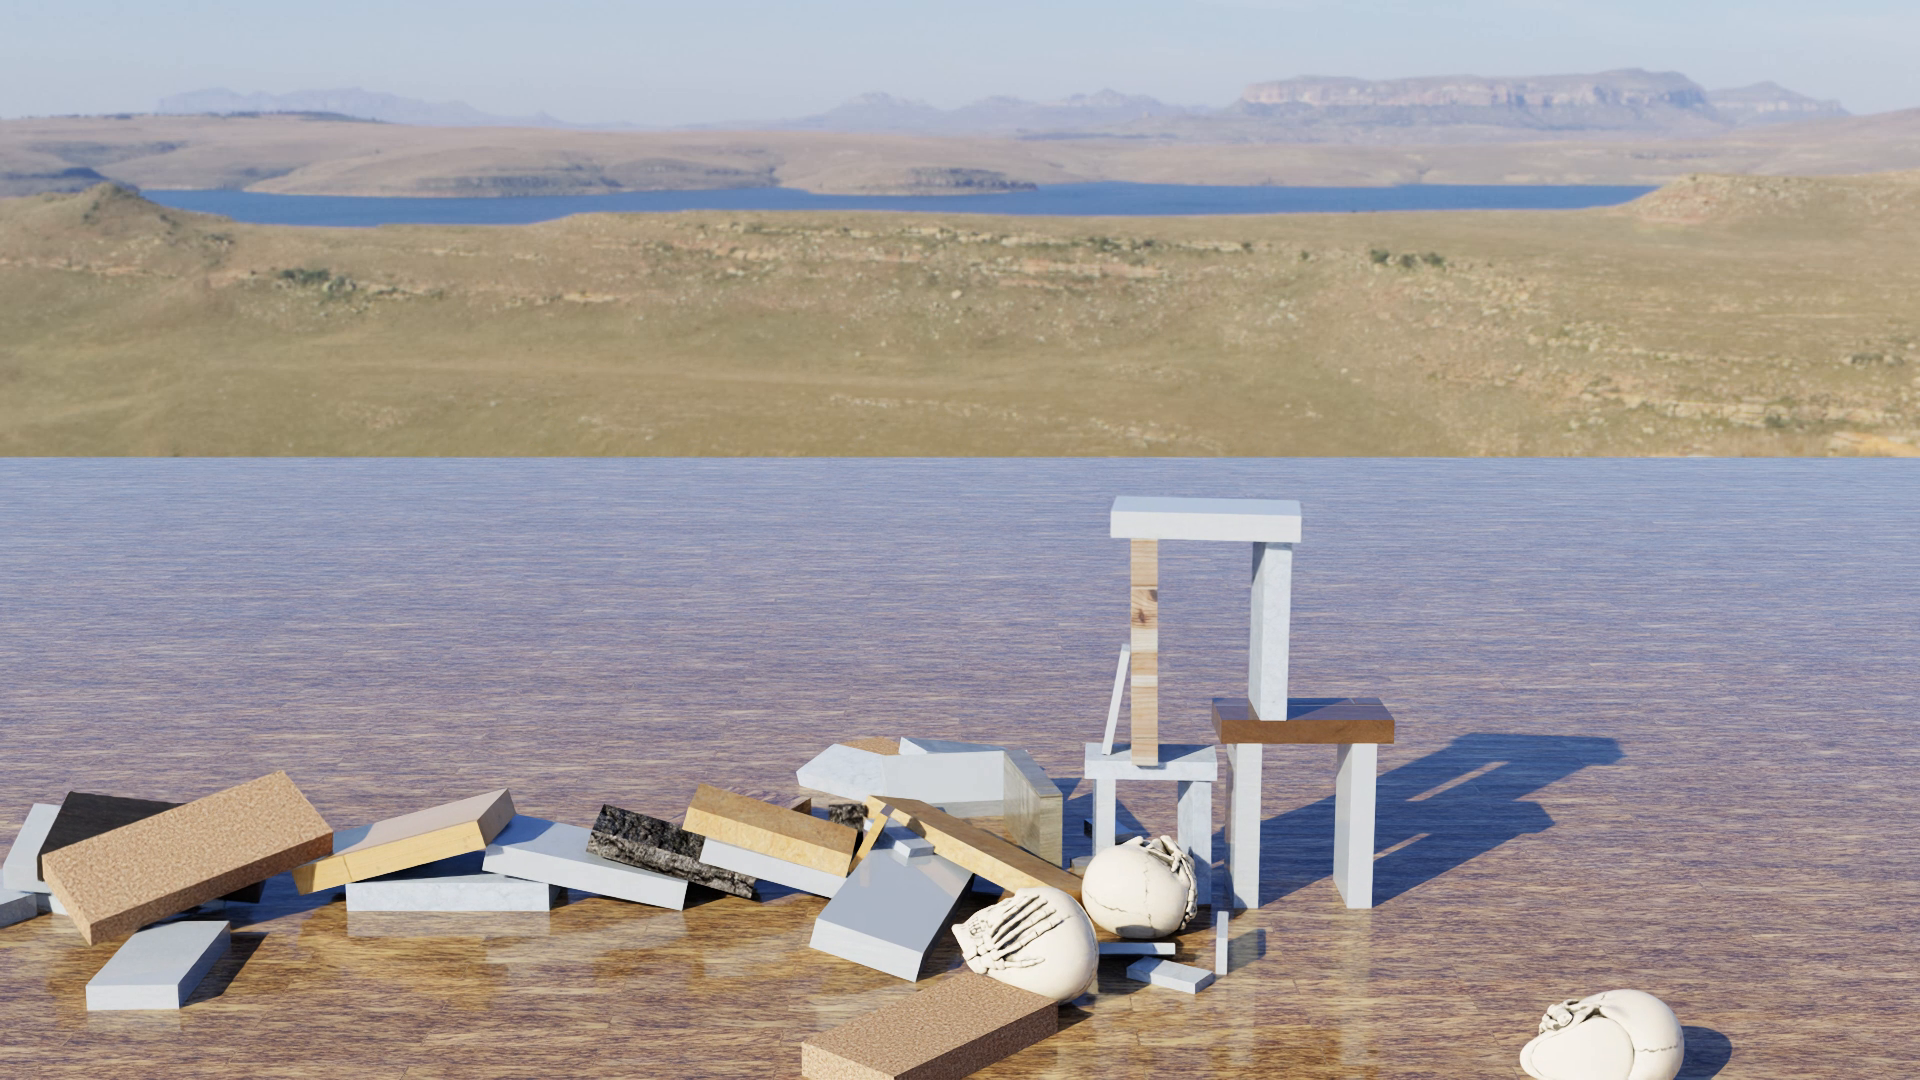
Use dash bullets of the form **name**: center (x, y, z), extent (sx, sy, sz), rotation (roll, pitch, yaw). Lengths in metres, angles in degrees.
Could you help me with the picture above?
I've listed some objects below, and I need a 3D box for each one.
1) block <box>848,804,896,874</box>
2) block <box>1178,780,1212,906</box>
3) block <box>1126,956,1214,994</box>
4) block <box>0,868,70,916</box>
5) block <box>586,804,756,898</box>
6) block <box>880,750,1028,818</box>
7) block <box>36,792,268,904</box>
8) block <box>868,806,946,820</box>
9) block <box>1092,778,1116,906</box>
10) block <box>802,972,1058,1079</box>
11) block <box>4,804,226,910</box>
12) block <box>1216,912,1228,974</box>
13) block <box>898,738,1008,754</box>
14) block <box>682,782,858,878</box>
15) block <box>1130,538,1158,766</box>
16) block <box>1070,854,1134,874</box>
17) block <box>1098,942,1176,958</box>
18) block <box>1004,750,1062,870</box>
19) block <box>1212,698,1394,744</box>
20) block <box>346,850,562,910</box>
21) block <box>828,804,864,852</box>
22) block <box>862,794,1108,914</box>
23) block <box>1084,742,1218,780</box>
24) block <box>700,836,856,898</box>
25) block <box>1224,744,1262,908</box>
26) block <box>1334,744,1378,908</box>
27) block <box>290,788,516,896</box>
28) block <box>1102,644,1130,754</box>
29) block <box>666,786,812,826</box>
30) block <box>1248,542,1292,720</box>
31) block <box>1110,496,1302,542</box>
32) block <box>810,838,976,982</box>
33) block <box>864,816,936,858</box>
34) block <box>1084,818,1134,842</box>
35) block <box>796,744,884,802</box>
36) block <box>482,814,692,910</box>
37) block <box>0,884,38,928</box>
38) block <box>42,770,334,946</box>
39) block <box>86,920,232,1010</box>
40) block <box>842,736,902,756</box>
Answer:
- **block**: center (-0.147, 0.496, 3.639), extent (0.016, 0.115, 0.058), rotation (30, 11, 5)
- **block**: center (0.389, 0.485, 3.648), extent (0.030, 0.214, 0.107), rotation (-3, 11, -8)
- **block**: center (0.314, 0.651, 3.295), extent (0.115, 0.016, 0.058), rotation (7, 13, 34)
- **block**: center (-1.506, 0.576, 3.653), extent (0.228, 0.032, 0.114), rotation (5, 12, 25)
- **block**: center (-0.472, 0.516, 3.657), extent (0.278, 0.039, 0.139), rotation (17, 10, -4)
- **block**: center (-0.002, 0.459, 4.121), extent (0.279, 0.040, 0.140), rotation (-2, 35, -8)
- **block**: center (-1.301, 0.501, 3.589), extent (0.344, 0.049, 0.172), rotation (8, 29, -8)
- **block**: center (-0.075, 0.533, 3.866), extent (0.140, 0.040, 0.279), rotation (-2, 11, -10)
- **block**: center (0.238, 0.486, 3.645), extent (0.030, 0.214, 0.107), rotation (0, 11, 0)
- **block**: center (-0.037, 0.685, 3.028), extent (0.169, 0.048, 0.338), rotation (9, 14, 41)
- **block**: center (-1.374, 0.522, 3.634), extent (0.344, 0.049, 0.172), rotation (7, 27, -9)
- **block**: center (0.402, 0.617, 3.368), extent (0.016, 0.058, 0.115), rotation (1, 11, 7)
- **block**: center (0.007, 0.427, 4.334), extent (0.228, 0.032, 0.114), rotation (8, 6, -28)
- **block**: center (-0.313, 0.481, 3.657), extent (0.278, 0.039, 0.139), rotation (17, 10, -2)
- **block**: center (0.300, 0.167, 3.586), extent (0.042, 0.372, 0.149), rotation (0, 10, 4)
- **block**: center (0.245, 0.560, 3.793), extent (0.103, 0.015, 0.051), rotation (-1, 11, -7)
- **block**: center (0.268, 0.627, 3.357), extent (0.115, 0.016, 0.058), rotation (0, -17, 1)
- **block**: center (0.127, 0.477, 3.896), extent (0.040, 0.139, 0.279), rotation (-2, 11, -12)
- **block**: center (0.561, 0.296, 3.613), extent (0.279, 0.040, 0.140), rotation (0, 11, 0)
- **block**: center (-0.835, 0.567, 3.665), extent (0.330, 0.047, 0.165), rotation (0, 11, 0)
- **block**: center (-0.195, 0.512, 3.774), extent (0.058, 0.115, 0.016), rotation (-1, 8, -8)
- **block**: center (0.036, 0.523, 3.678), extent (0.453, 0.037, 0.131), rotation (20, 5, 43)
- **block**: center (0.314, 0.365, 3.623), extent (0.214, 0.030, 0.107), rotation (1, 11, 4)
- **block**: center (-0.289, 0.531, 3.658), extent (0.278, 0.039, 0.139), rotation (16, 10, -5)
- **block**: center (0.468, 0.453, 3.643), extent (0.040, 0.279, 0.140), rotation (0, 11, 0)
- **block**: center (0.654, 0.453, 3.643), extent (0.040, 0.279, 0.140), rotation (0, 11, 0)
- **block**: center (-0.918, 0.498, 3.640), extent (0.330, 0.047, 0.165), rotation (-15, 10, 9)
- **block**: center (0.257, 0.262, 3.614), extent (0.015, 0.177, 0.051), rotation (11, 11, 4)
- **block**: center (-0.420, 0.518, 3.923), extent (0.169, 0.048, 0.338), rotation (5, 11, 24)
- **block**: center (0.505, 0.130, 3.583), extent (0.042, 0.298, 0.149), rotation (0, 11, 0)
- **block**: center (0.396, -0.034, 3.536), extent (0.298, 0.042, 0.149), rotation (2, 11, 7)
- **block**: center (-0.098, 0.577, 3.495), extent (0.169, 0.048, 0.419), rotation (17, 13, 9)
- **block**: center (-0.102, 0.497, 3.678), extent (0.058, 0.016, 0.115), rotation (1, 19, -45)
- **block**: center (0.269, 0.524, 3.983), extent (0.051, 0.015, 0.103), rotation (-4, 11, -20)
- **block**: center (-0.192, 0.453, 4.234), extent (0.228, 0.032, 0.114), rotation (9, 30, 39)
- **block**: center (-0.611, 0.533, 3.658), extent (0.330, 0.047, 0.165), rotation (12, 10, -3)
- **block**: center (-1.644, 0.588, 3.579), extent (0.262, 0.037, 0.131), rotation (6, 12, 31)
- **block**: center (-1.228, 0.502, 3.512), extent (0.403, 0.049, 0.172), rotation (-20, 46, -39)
- **block**: center (-1.202, 0.638, 3.310), extent (0.131, 0.037, 0.262), rotation (0, 11, -2)
- **block**: center (-0.145, 0.441, 4.384), extent (0.114, 0.032, 0.228), rotation (-7, 13, -33)
